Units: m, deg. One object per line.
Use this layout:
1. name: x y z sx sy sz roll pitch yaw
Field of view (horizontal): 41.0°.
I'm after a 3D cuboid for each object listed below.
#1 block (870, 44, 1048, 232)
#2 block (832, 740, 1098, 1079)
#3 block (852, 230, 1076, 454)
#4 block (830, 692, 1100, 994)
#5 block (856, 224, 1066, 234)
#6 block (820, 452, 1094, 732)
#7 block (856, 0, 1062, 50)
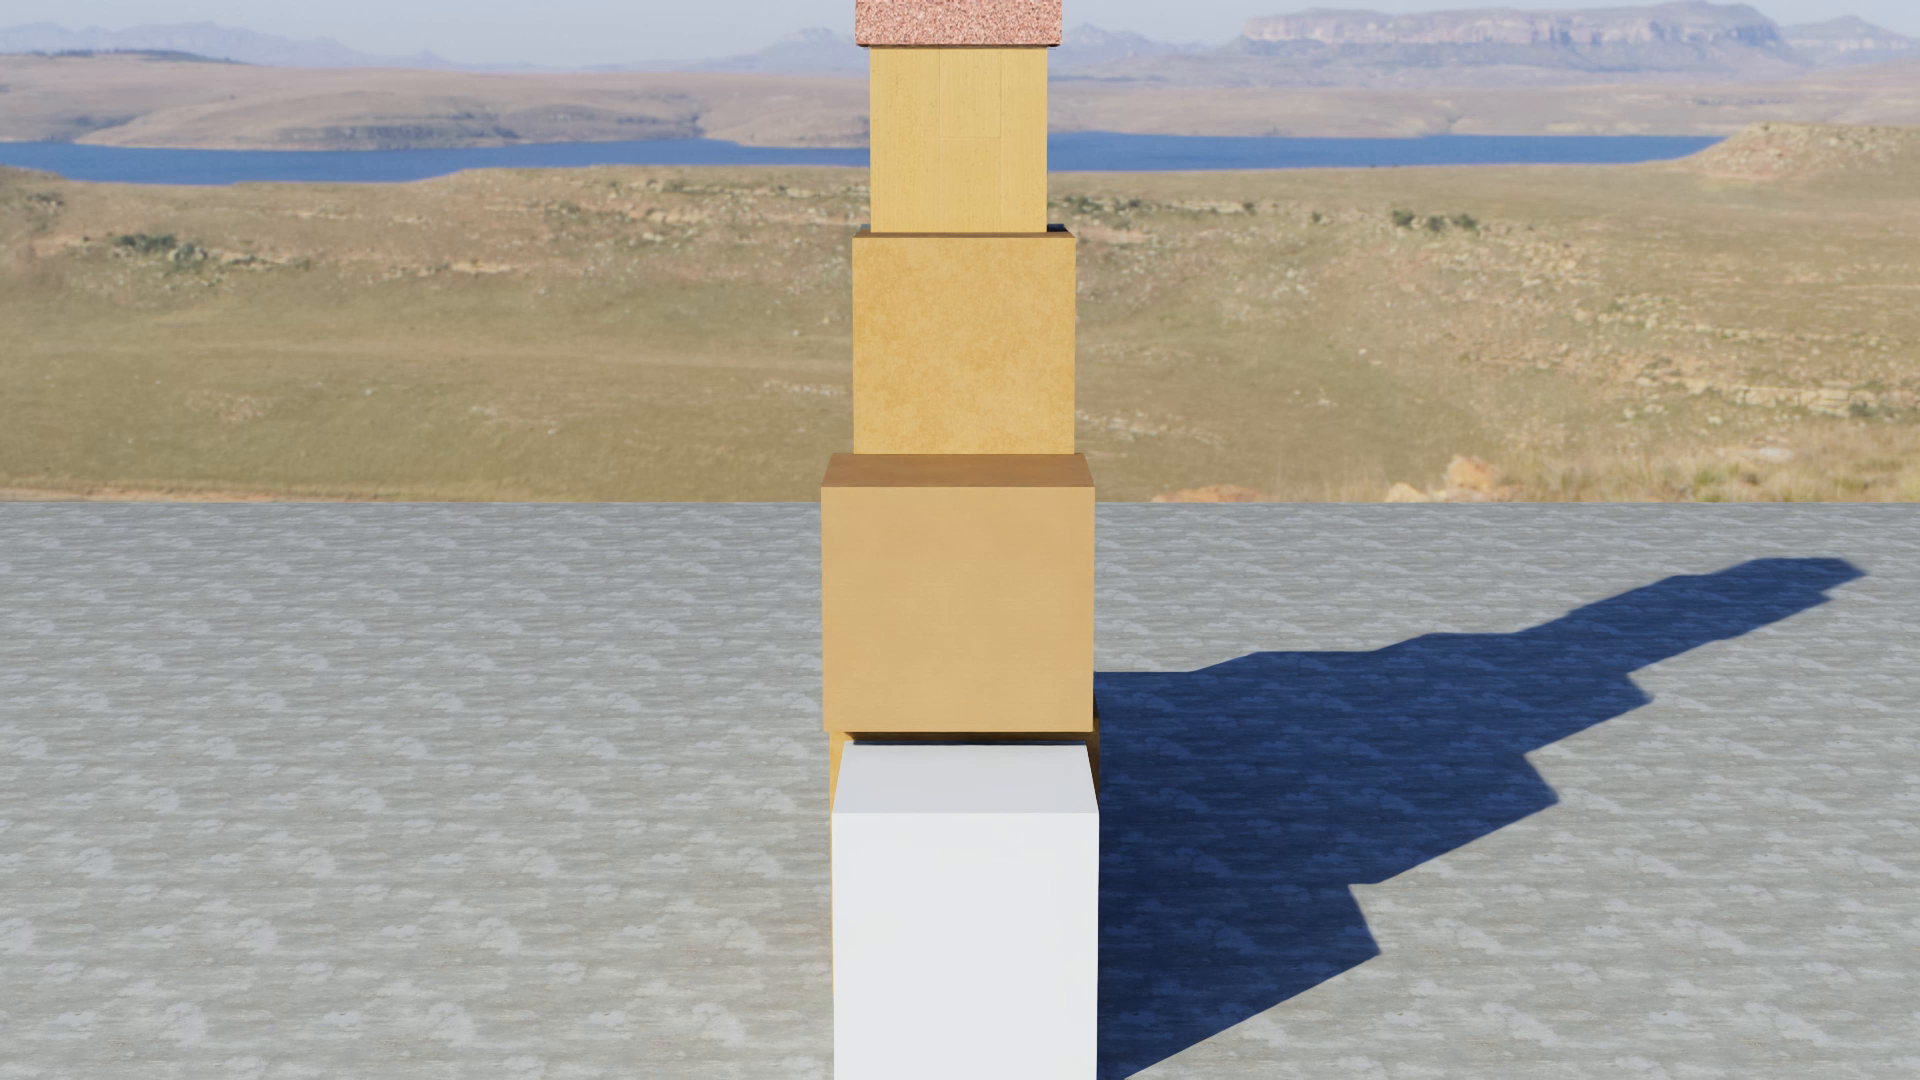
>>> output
1. block: -0.006 -1.702 10.883 0.721 0.762 0.805 0 9 0
2. block: 0.019 1.345 9.343 0.913 1.011 0.971 0 10 0
3. block: 0.016 -0.834 10.565 0.873 0.852 0.956 0 9 0
4. block: 0.017 1.123 10.326 1.026 1.097 1.023 0 10 0
5. block: 0.011 -0.911 11.509 0.935 0.949 0.897 0 11 0
6. block: -0.008 0.182 9.865 1.000 0.919 0.859 0 10 0
7. block: -0.006 -2.522 10.750 0.836 0.899 0.862 0 9 0
